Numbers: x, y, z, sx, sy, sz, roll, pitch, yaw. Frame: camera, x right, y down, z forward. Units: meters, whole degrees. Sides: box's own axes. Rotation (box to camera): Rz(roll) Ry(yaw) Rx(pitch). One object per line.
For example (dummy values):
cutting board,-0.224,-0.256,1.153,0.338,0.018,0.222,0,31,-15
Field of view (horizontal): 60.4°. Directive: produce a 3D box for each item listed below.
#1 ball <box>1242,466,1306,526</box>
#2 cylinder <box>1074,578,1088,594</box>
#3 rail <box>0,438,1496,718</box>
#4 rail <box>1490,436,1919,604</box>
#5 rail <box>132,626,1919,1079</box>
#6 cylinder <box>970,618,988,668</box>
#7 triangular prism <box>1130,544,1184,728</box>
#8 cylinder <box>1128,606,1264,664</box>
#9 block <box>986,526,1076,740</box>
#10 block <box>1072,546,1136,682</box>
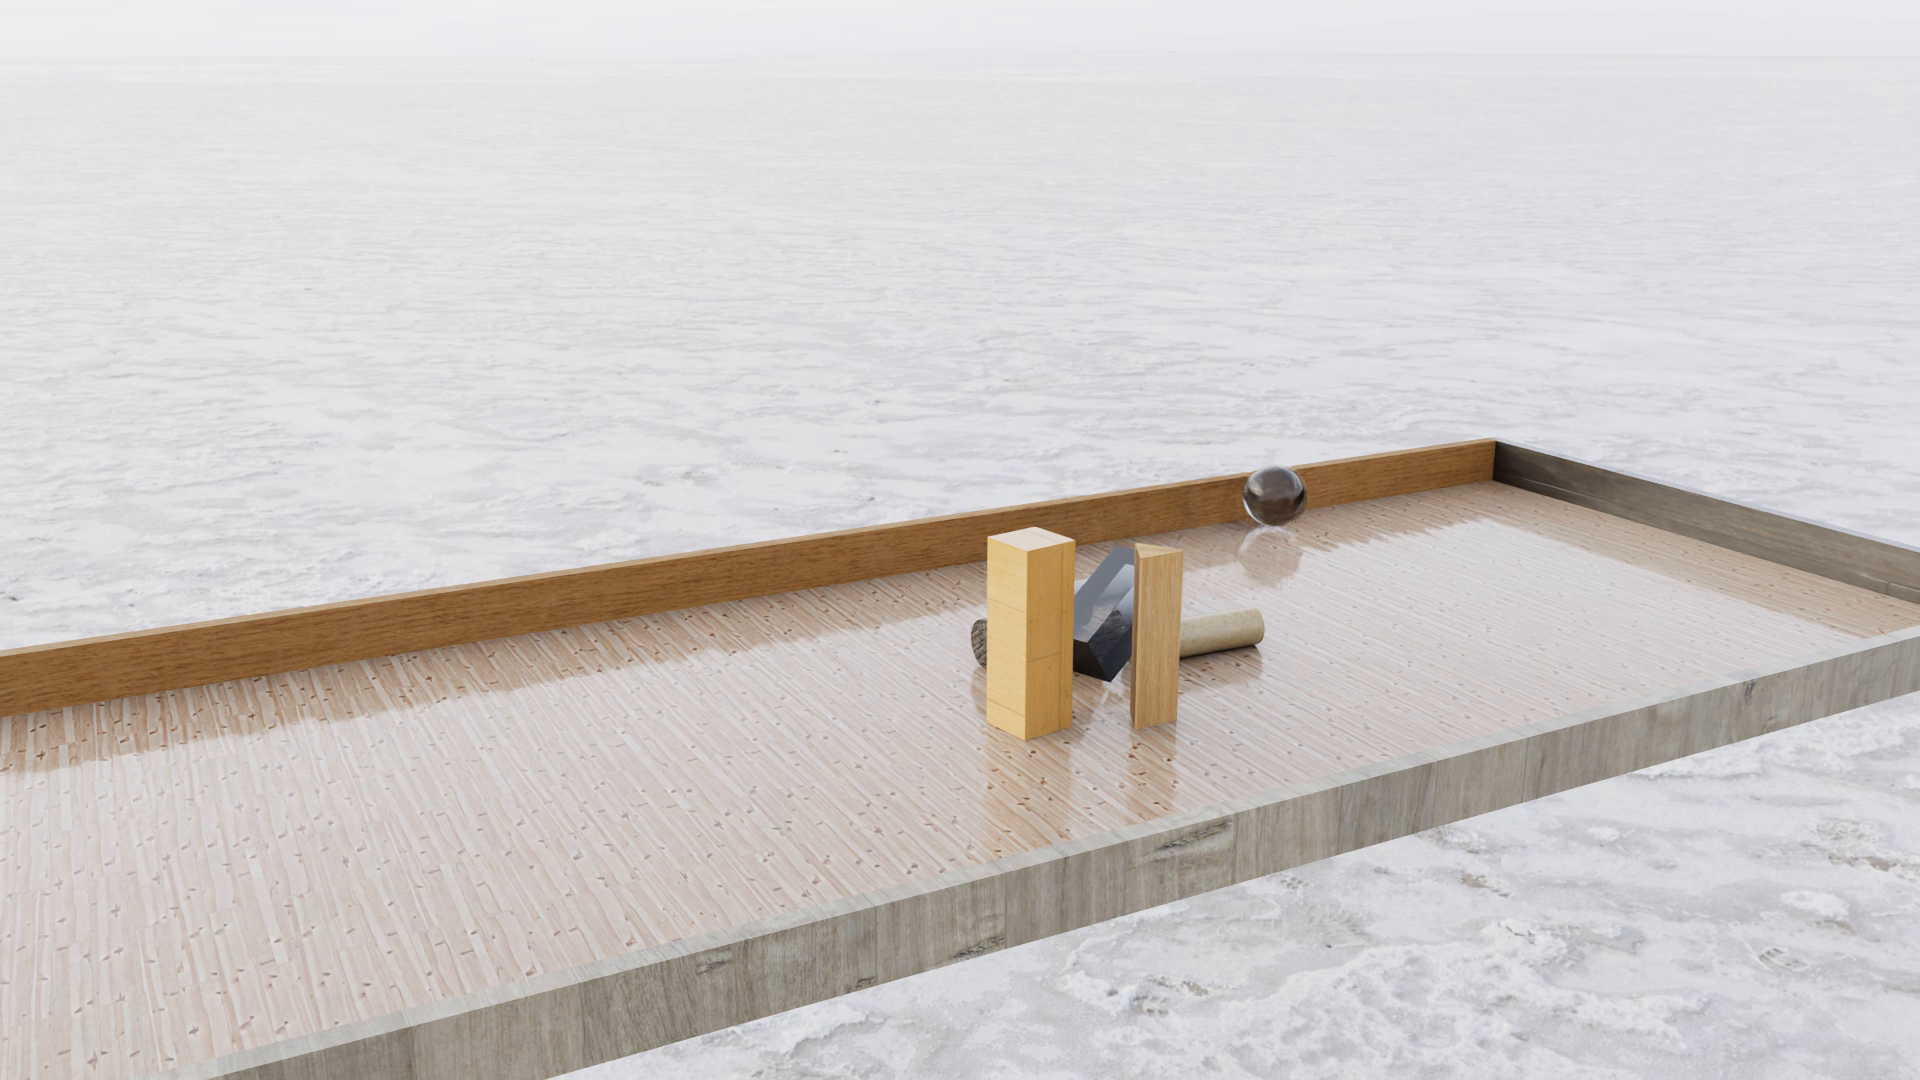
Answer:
ball,1.045,-0.147,5.493,0.203,0.203,0.203,0,16,0
cylinder,0.356,0.171,4.544,0.455,0.129,0.129,-11,20,-33
rail,-3.305,0.497,3.399,12.000,0.150,0.050,-9,18,-27
rail,2.466,-0.048,5.253,0.050,0.150,2.100,-9,18,-27
rail,-2.336,1.006,1.665,12.000,0.150,0.050,-9,18,-27
cylinder,0.205,0.243,4.298,0.333,0.129,0.129,-9,19,-29
triangular prism,0.437,0.220,3.864,0.119,0.418,0.103,-9,19,-28
cylinder,0.613,0.250,4.323,0.375,0.103,0.103,-8,18,-24
block,0.162,0.215,3.817,0.142,0.455,0.142,-12,20,-36
block,0.389,0.185,4.189,0.147,0.147,0.311,13,54,48
